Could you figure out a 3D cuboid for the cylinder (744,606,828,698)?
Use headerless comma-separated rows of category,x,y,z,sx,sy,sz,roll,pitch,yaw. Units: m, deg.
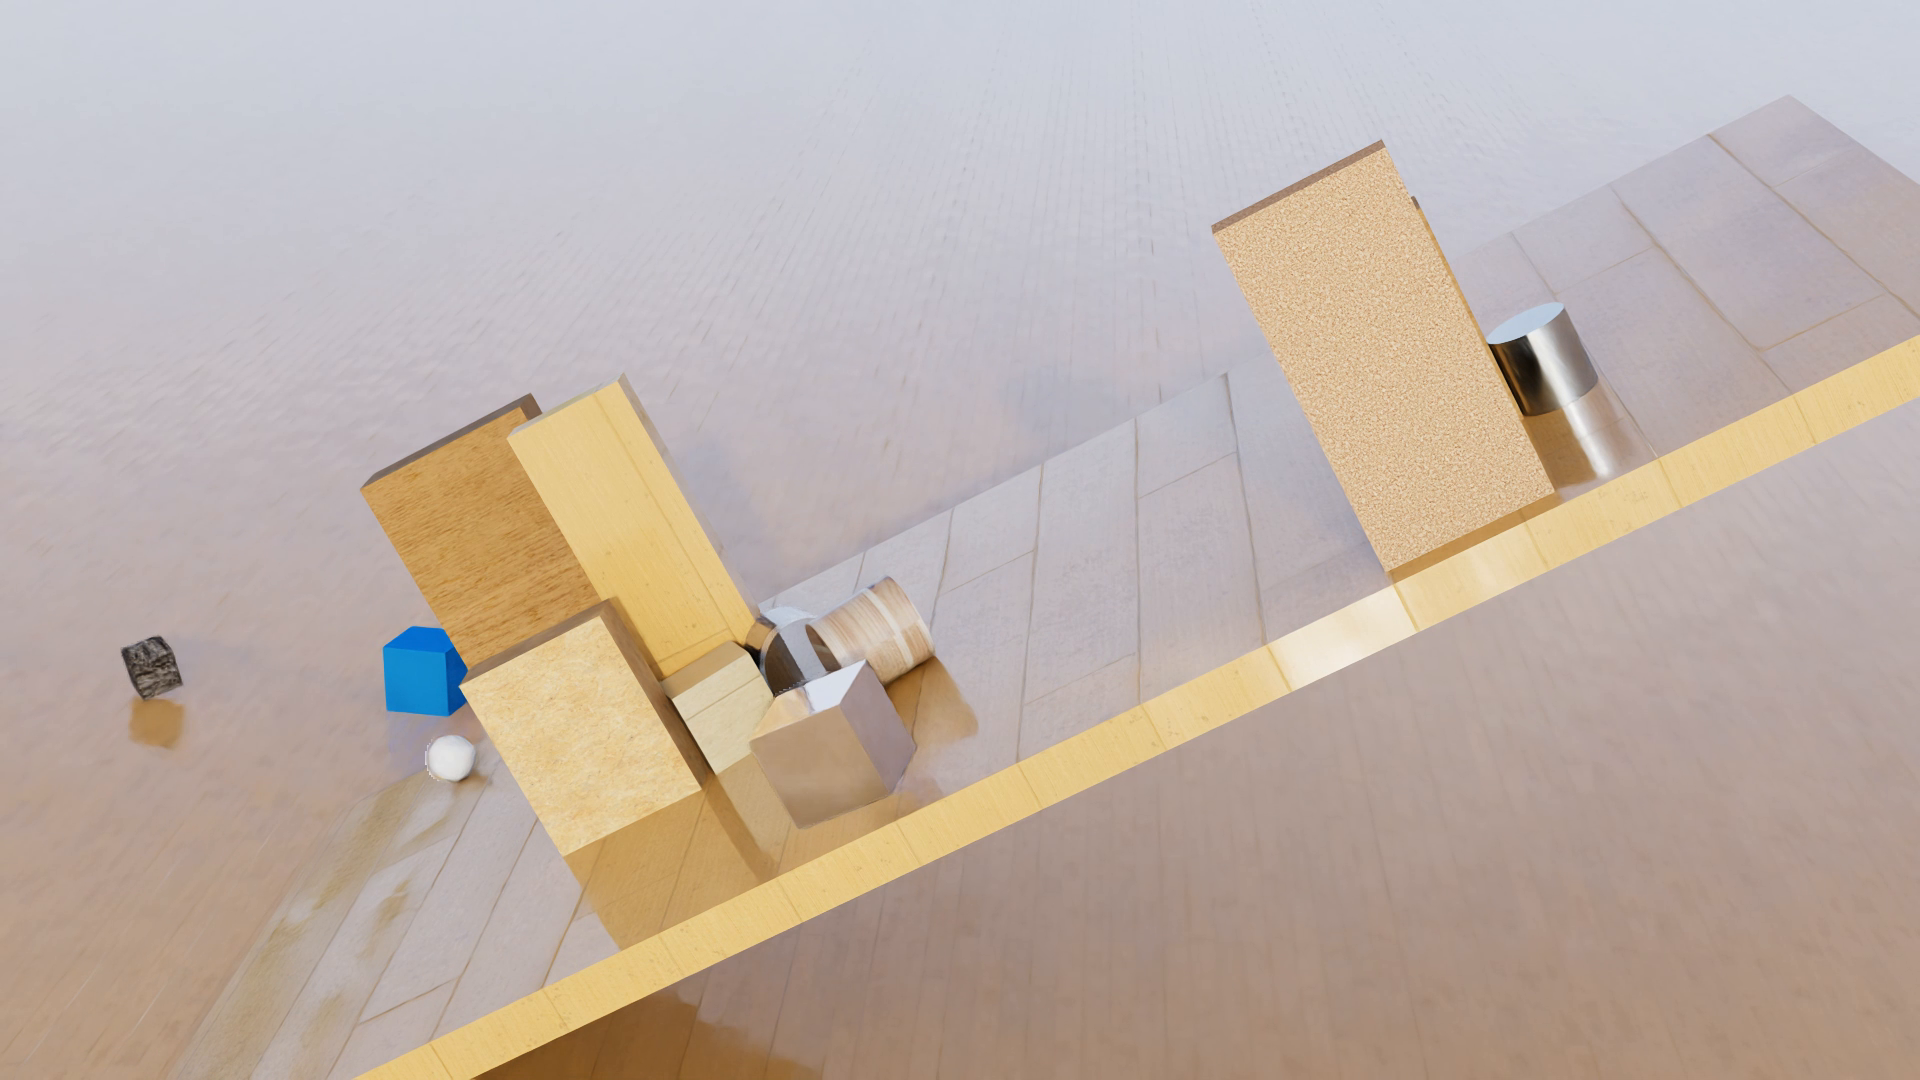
cylinder,-0.347,0.252,6.319,0.196,0.196,0.196,-5,7,-17

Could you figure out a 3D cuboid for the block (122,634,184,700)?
block,-2.373,0.374,8.637,0.121,0.121,0.121,-23,33,-23

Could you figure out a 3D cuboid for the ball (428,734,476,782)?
ball,-1.251,0.537,7.241,0.117,0.117,0.117,0,17,0

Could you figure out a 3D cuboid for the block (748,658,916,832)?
block,-0.241,0.390,5.600,0.205,0.205,0.205,-23,15,22

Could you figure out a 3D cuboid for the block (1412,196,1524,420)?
block,0.843,-0.381,5.685,0.310,0.460,0.129,-26,14,11

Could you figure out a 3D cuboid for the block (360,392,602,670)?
block,-0.994,0.110,6.839,0.429,0.794,0.130,-26,14,11

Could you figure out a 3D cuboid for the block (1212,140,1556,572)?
block,0.745,-0.319,5.175,0.330,0.689,0.082,-26,14,11

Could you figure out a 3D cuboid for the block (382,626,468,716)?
block,-1.545,0.382,8.573,0.195,0.195,0.195,5,18,14

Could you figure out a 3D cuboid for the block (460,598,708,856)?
block,-0.788,0.395,6.184,0.340,0.429,0.117,-26,14,11

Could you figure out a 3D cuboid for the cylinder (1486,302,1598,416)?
cylinder,1.119,-0.347,5.649,0.160,0.160,0.160,-27,14,7

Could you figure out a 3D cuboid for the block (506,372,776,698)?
block,-0.660,0.049,6.399,0.276,0.796,0.082,-26,14,11

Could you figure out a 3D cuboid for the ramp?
ramp,0.141,0.167,6.281,4.000,0.100,2.000,-26,14,11

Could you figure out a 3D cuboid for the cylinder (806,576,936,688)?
cylinder,-0.188,0.208,6.158,0.197,0.197,0.197,-32,26,-12

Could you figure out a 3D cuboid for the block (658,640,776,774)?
block,-0.506,0.355,6.278,0.189,0.189,0.189,-32,14,-11
